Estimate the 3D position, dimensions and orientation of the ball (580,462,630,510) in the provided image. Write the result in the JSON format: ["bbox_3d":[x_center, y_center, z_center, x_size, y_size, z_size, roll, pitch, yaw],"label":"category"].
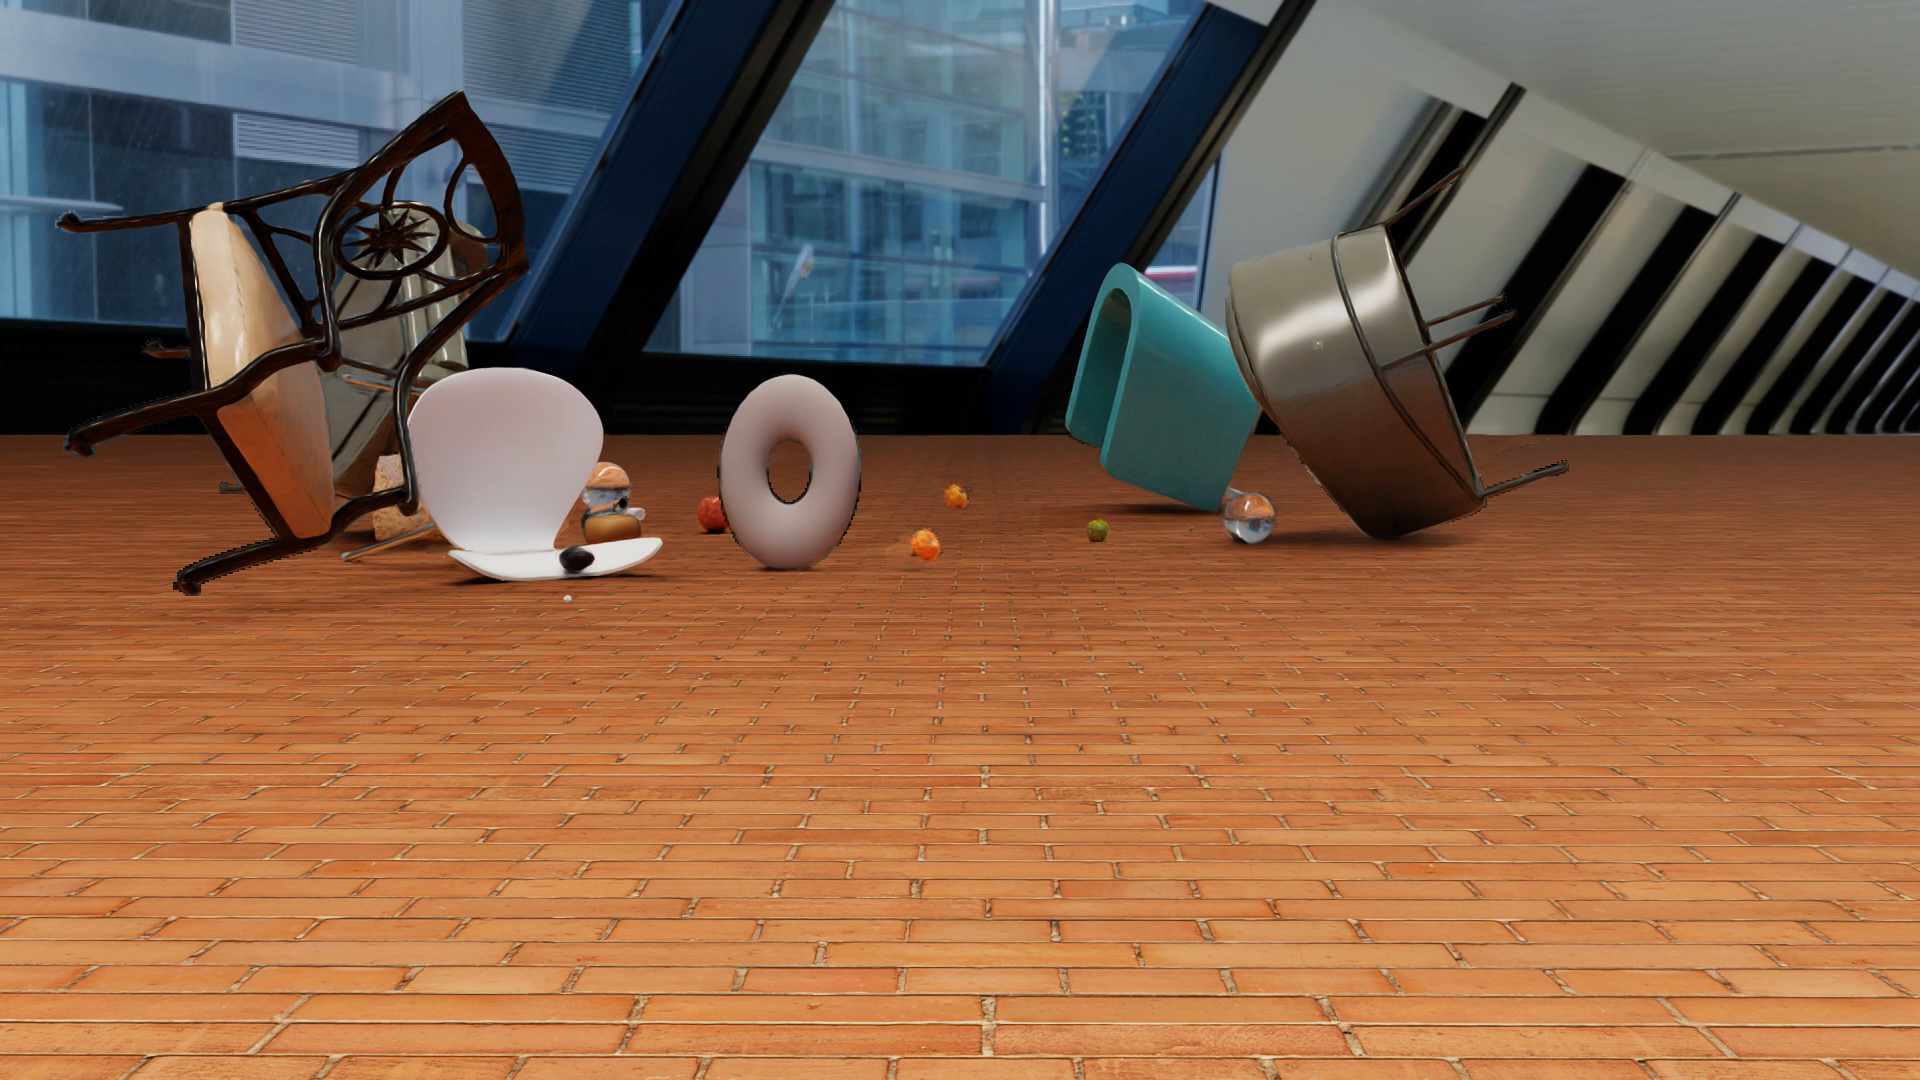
[{"bbox_3d":[-1.288,-0.192,7.981,0.186,0.186,0.186,0,4,0],"label":"ball"}]

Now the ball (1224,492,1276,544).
[{"bbox_3d":[0.837,-0.063,6.365,0.150,0.150,0.150,0,4,0],"label":"ball"}]

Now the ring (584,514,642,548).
[{"bbox_3d":[-0.991,-0.024,6.272,0.161,0.088,0.249,-2,3,-2],"label":"ring"}]

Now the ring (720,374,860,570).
[{"bbox_3d":[-0.424,-0.169,5.470,0.354,0.490,0.092,0,-4,9],"label":"ring"}]

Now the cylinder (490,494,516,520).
[{"bbox_3d":[-1.471,-0.106,7.080,0.062,0.061,0.116,-23,12,4],"label":"cylinder"}]

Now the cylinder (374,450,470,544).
[{"bbox_3d":[-1.371,-0.111,5.599,0.217,0.235,0.094,-4,-18,5],"label":"cylinder"}]

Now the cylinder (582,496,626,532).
[{"bbox_3d":[-1.123,-0.080,6.930,0.121,0.046,0.118,-25,-20,-51],"label":"cylinder"}]
